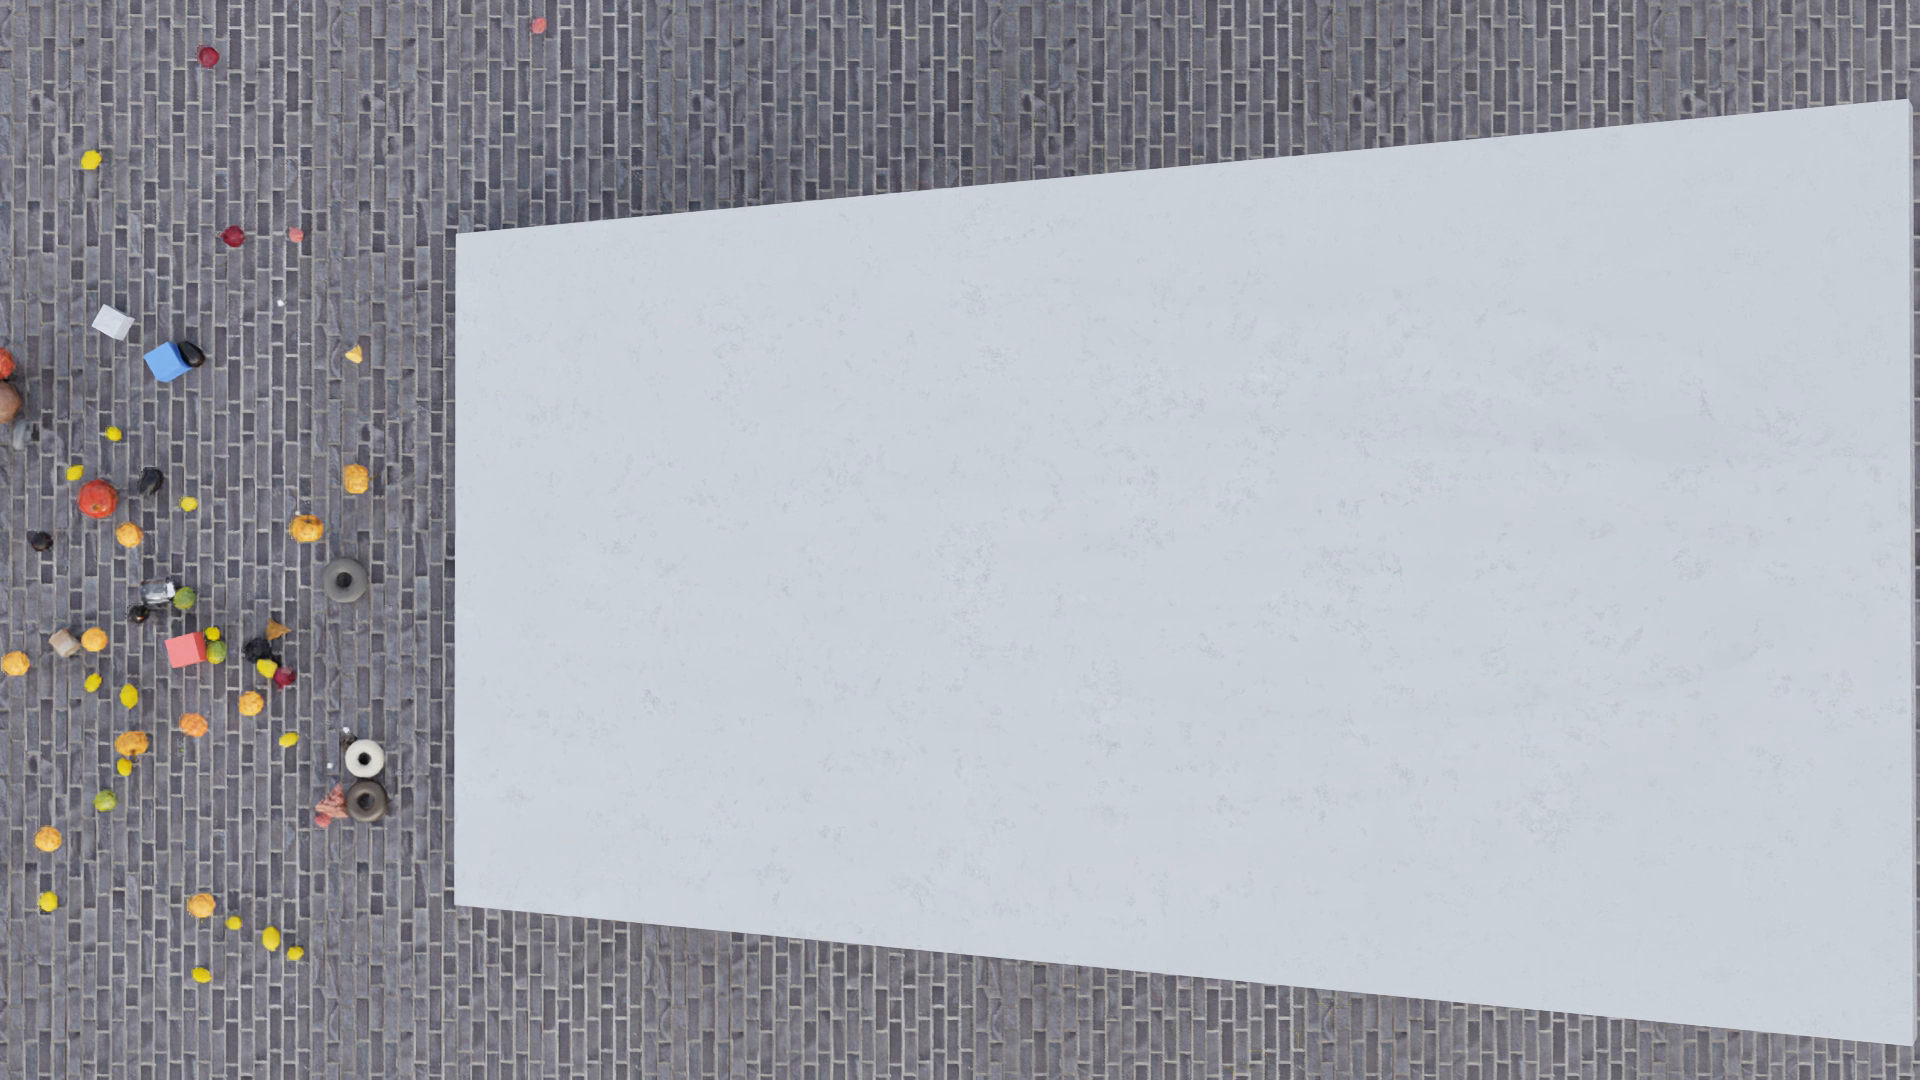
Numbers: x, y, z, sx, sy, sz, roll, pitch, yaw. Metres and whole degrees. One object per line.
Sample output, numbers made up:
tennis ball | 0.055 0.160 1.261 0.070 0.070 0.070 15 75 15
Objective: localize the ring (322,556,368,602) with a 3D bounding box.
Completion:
ring | -1.853 0.119 6.621 0.139 0.046 0.139 0 91 0

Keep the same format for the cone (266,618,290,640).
cone | -2.049 0.272 6.627 0.069 0.069 0.069 3 89 -27

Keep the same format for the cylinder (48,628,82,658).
cylinder | -2.690 0.310 6.610 0.065 0.065 0.065 -43 90 0

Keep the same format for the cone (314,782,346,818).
cone | -1.879 0.772 6.615 0.099 0.099 0.099 11 63 0

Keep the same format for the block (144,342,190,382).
block | -2.382 -0.534 6.609 0.084 0.084 0.084 -30 89 0

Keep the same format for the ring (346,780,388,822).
ring | -1.784 0.784 6.616 0.129 0.043 0.129 0 88 1

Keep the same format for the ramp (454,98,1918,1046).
ramp | 0.275 0.077 5.644 4.000 0.100 2.000 0 89 29

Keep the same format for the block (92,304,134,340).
block | -2.547 -0.654 6.615 0.075 0.075 0.075 29 89 0

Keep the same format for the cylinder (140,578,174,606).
cylinder | -2.412 0.154 6.606 0.076 0.076 0.076 -9 89 0

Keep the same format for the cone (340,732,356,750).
cone | -1.846 0.608 6.612 0.053 0.053 0.053 0 89 0

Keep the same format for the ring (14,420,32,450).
ring | -2.814 -0.317 6.602 0.031 0.094 0.094 12 89 -3

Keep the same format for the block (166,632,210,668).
block | -2.318 0.330 6.599 0.086 0.086 0.086 -16 89 0

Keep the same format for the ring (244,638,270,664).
ring | -2.117 0.335 6.629 0.079 0.026 0.079 0 91 -3

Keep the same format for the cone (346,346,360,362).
cone | -1.821 -0.571 6.640 0.050 0.050 0.050 25 54 0

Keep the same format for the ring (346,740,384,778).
ring | -1.792 0.658 6.620 0.117 0.039 0.117 0 91 0
